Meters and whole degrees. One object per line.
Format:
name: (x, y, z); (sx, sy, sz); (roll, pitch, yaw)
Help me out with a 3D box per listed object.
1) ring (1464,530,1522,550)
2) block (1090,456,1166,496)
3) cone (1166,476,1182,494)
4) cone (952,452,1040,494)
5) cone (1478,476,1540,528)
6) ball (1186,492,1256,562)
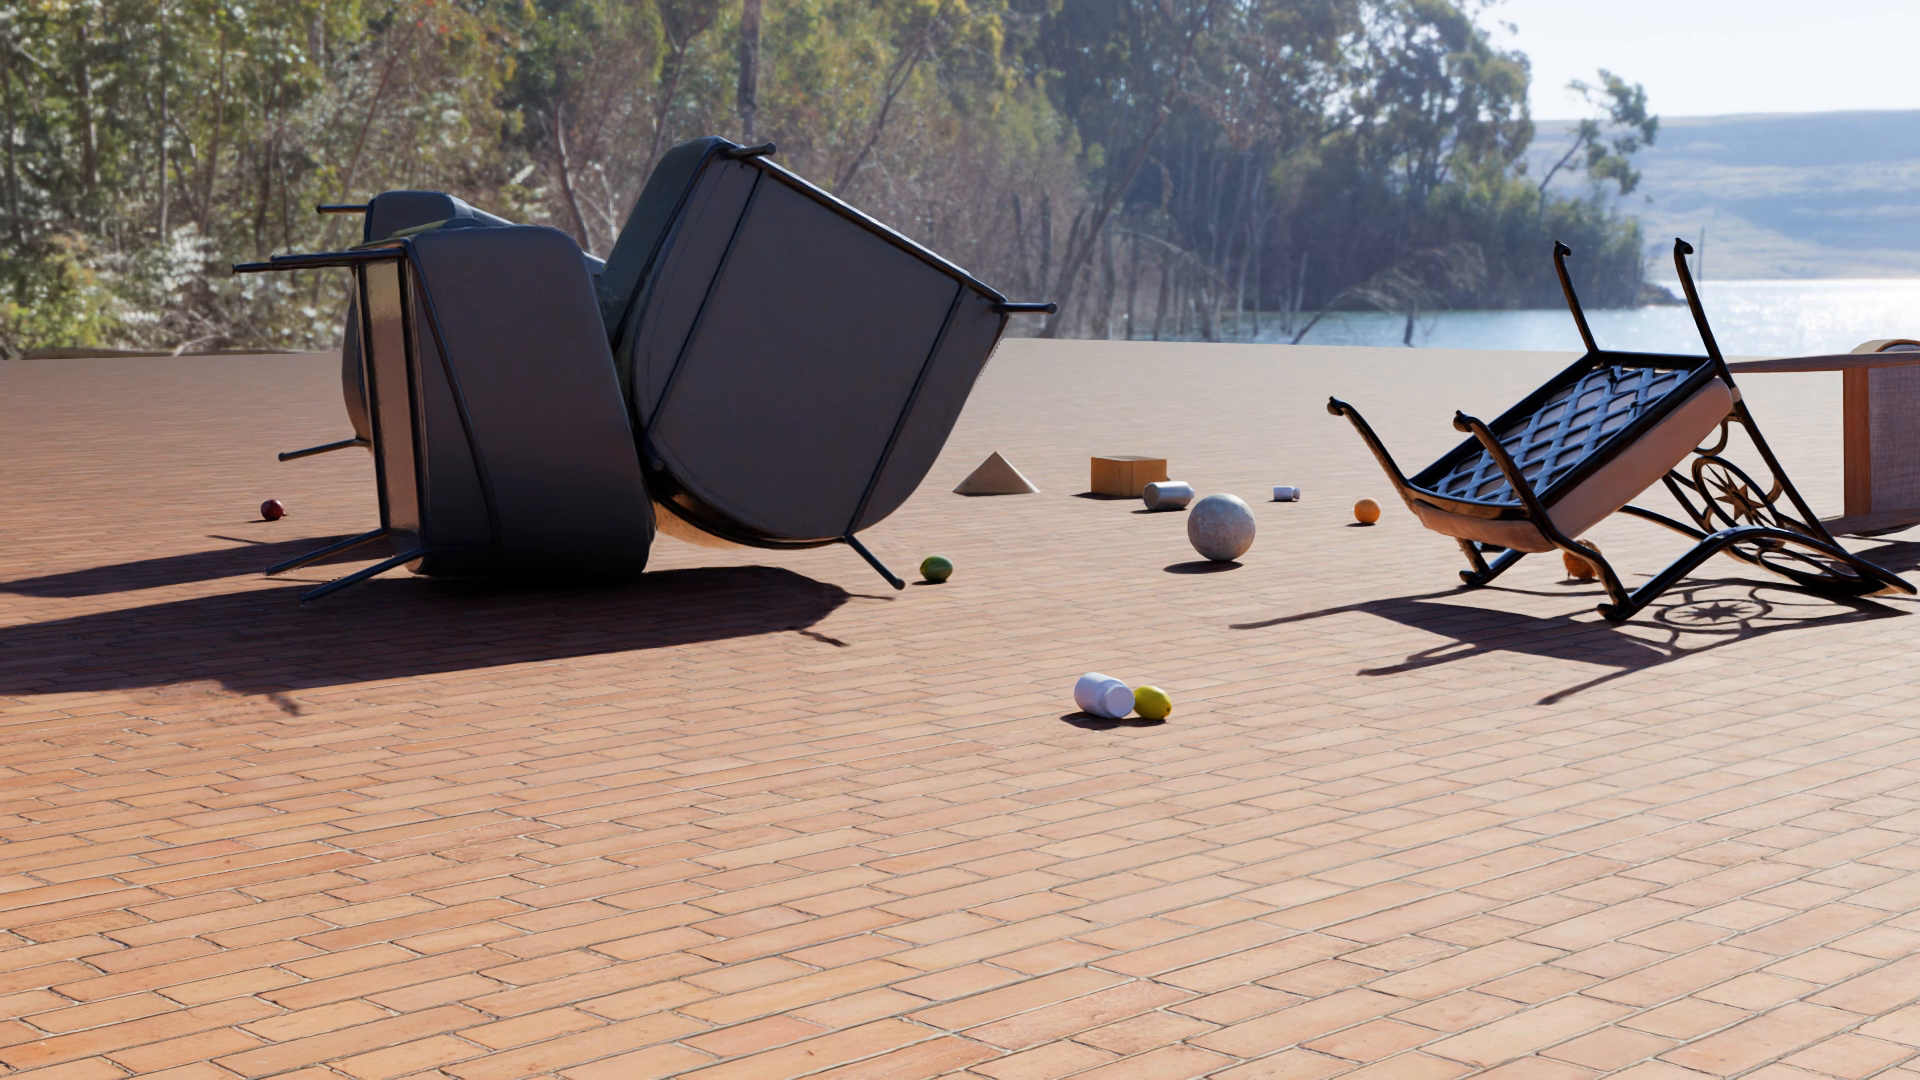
ring: (1.290, -0.001, 6.206); (0.145, 0.046, 0.083); (1, 4, 1)
block: (0.512, -0.196, 7.795); (0.151, 0.106, 0.196); (-3, 7, -27)
cone: (0.650, -0.157, 7.807); (0.085, 0.054, 0.053); (18, -10, -39)
cone: (0.110, -0.209, 7.830); (0.273, 0.126, 0.151); (0, 6, 4)
cone: (1.473, -0.068, 6.750); (0.159, 0.147, 0.151); (-4, 33, -37)
ball: (0.604, -0.029, 5.923); (0.159, 0.159, 0.159); (0, 6, 0)
